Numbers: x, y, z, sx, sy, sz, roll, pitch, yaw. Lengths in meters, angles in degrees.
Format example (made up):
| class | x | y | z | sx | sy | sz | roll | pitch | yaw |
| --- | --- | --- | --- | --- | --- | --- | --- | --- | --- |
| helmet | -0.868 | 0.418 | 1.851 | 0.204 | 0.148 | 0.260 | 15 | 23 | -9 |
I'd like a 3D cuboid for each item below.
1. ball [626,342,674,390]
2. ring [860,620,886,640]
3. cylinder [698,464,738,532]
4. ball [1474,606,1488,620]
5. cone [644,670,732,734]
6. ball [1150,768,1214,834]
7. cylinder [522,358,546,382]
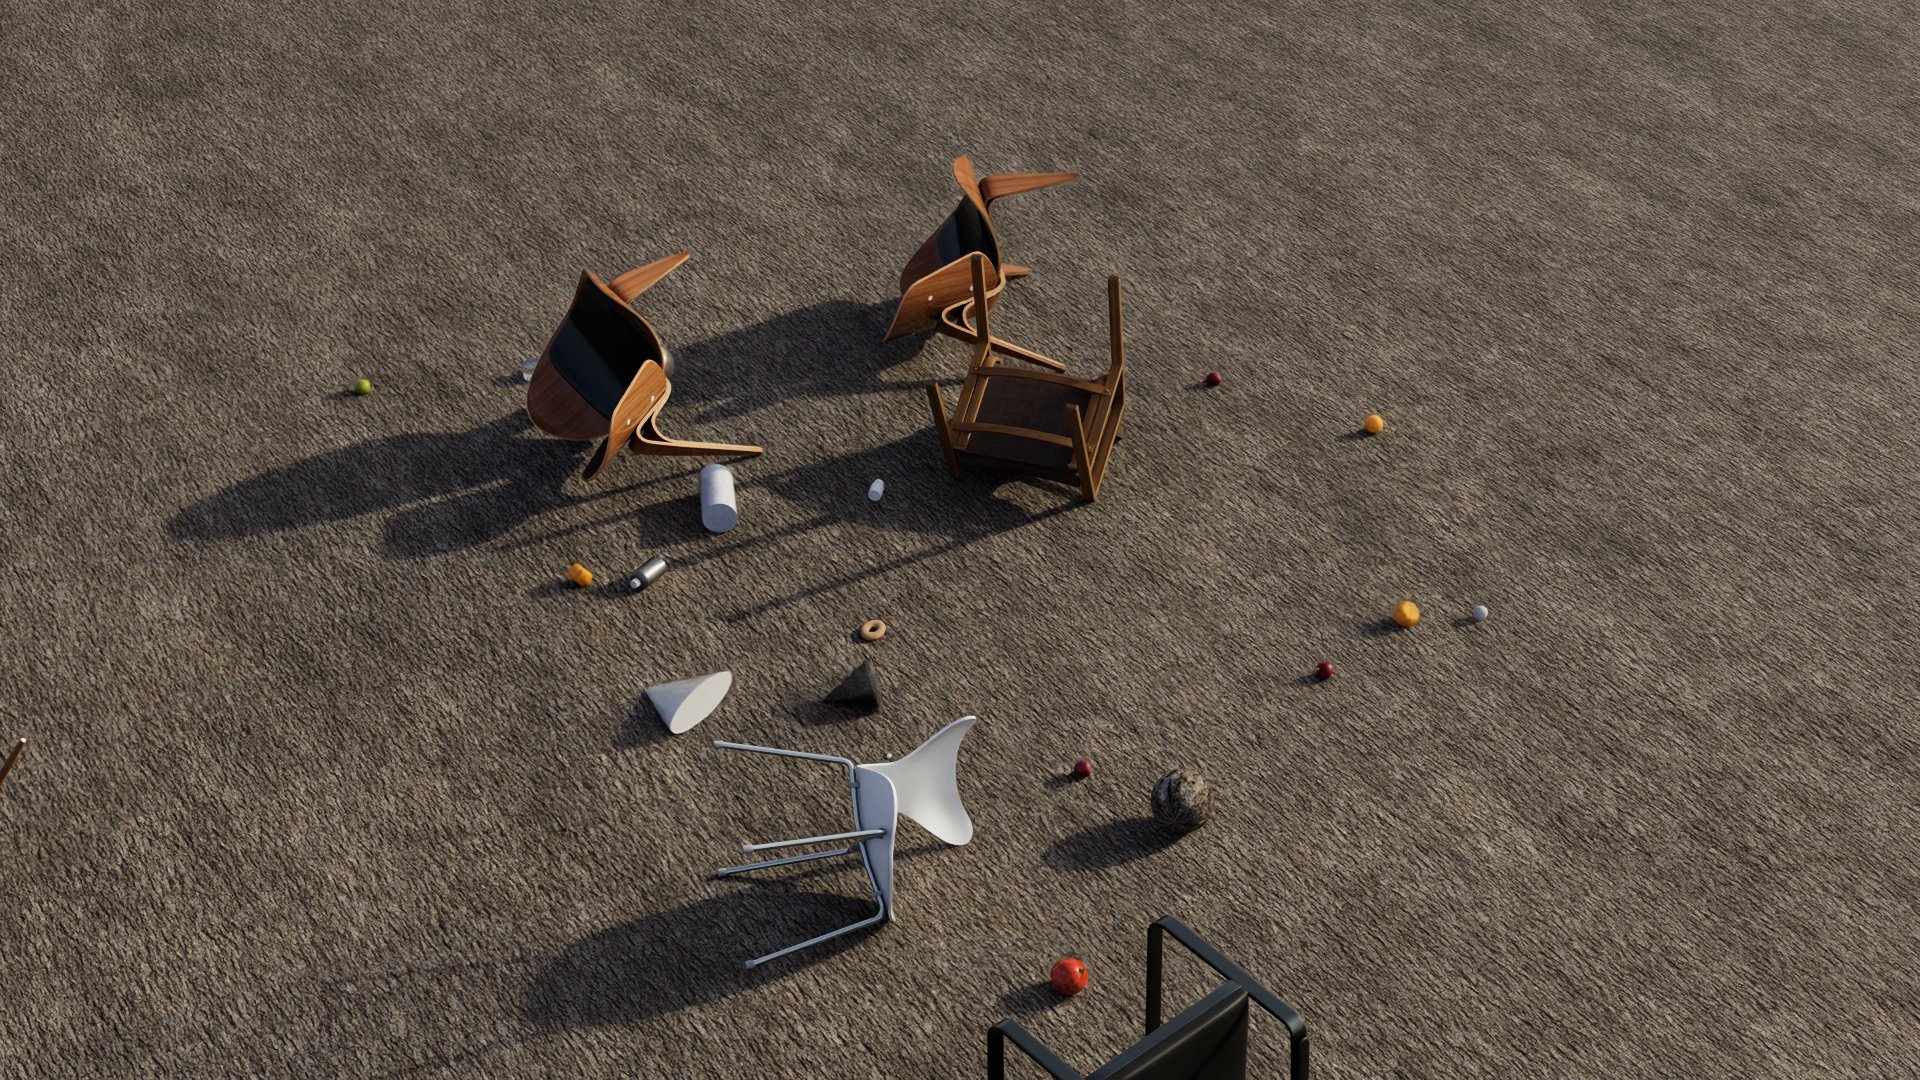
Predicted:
| class | x | y | z | sx | sy | sz | roll | pitch | yaw |
| --- | --- | --- | --- | --- | --- | --- | --- | --- | --- |
| ball | -1.248 | -0.698 | 11.829 | 0.193 | 0.193 | 0.193 | 0 | 33 | 0 |
| ring | -0.310 | 0.321 | 10.435 | 0.086 | 0.024 | 0.116 | 10 | 35 | 16 |
| cylinder | -0.915 | -0.158 | 11.068 | 0.132 | 0.128 | 0.282 | 20 | 28 | -20 |
| ball | 1.864 | 0.260 | 10.503 | 0.051 | 0.051 | 0.051 | 0 | 33 | 0 |
| cone | -0.989 | 0.533 | 10.079 | 0.276 | 0.122 | 0.330 | 10 | 39 | 38 |
| ball | 0.720 | 0.843 | 9.477 | 0.207 | 0.207 | 0.207 | 0 | 33 | 0 |
| cylinder | -1.735 | -0.695 | 11.947 | 0.090 | 0.057 | 0.094 | 16 | 37 | 22 |
